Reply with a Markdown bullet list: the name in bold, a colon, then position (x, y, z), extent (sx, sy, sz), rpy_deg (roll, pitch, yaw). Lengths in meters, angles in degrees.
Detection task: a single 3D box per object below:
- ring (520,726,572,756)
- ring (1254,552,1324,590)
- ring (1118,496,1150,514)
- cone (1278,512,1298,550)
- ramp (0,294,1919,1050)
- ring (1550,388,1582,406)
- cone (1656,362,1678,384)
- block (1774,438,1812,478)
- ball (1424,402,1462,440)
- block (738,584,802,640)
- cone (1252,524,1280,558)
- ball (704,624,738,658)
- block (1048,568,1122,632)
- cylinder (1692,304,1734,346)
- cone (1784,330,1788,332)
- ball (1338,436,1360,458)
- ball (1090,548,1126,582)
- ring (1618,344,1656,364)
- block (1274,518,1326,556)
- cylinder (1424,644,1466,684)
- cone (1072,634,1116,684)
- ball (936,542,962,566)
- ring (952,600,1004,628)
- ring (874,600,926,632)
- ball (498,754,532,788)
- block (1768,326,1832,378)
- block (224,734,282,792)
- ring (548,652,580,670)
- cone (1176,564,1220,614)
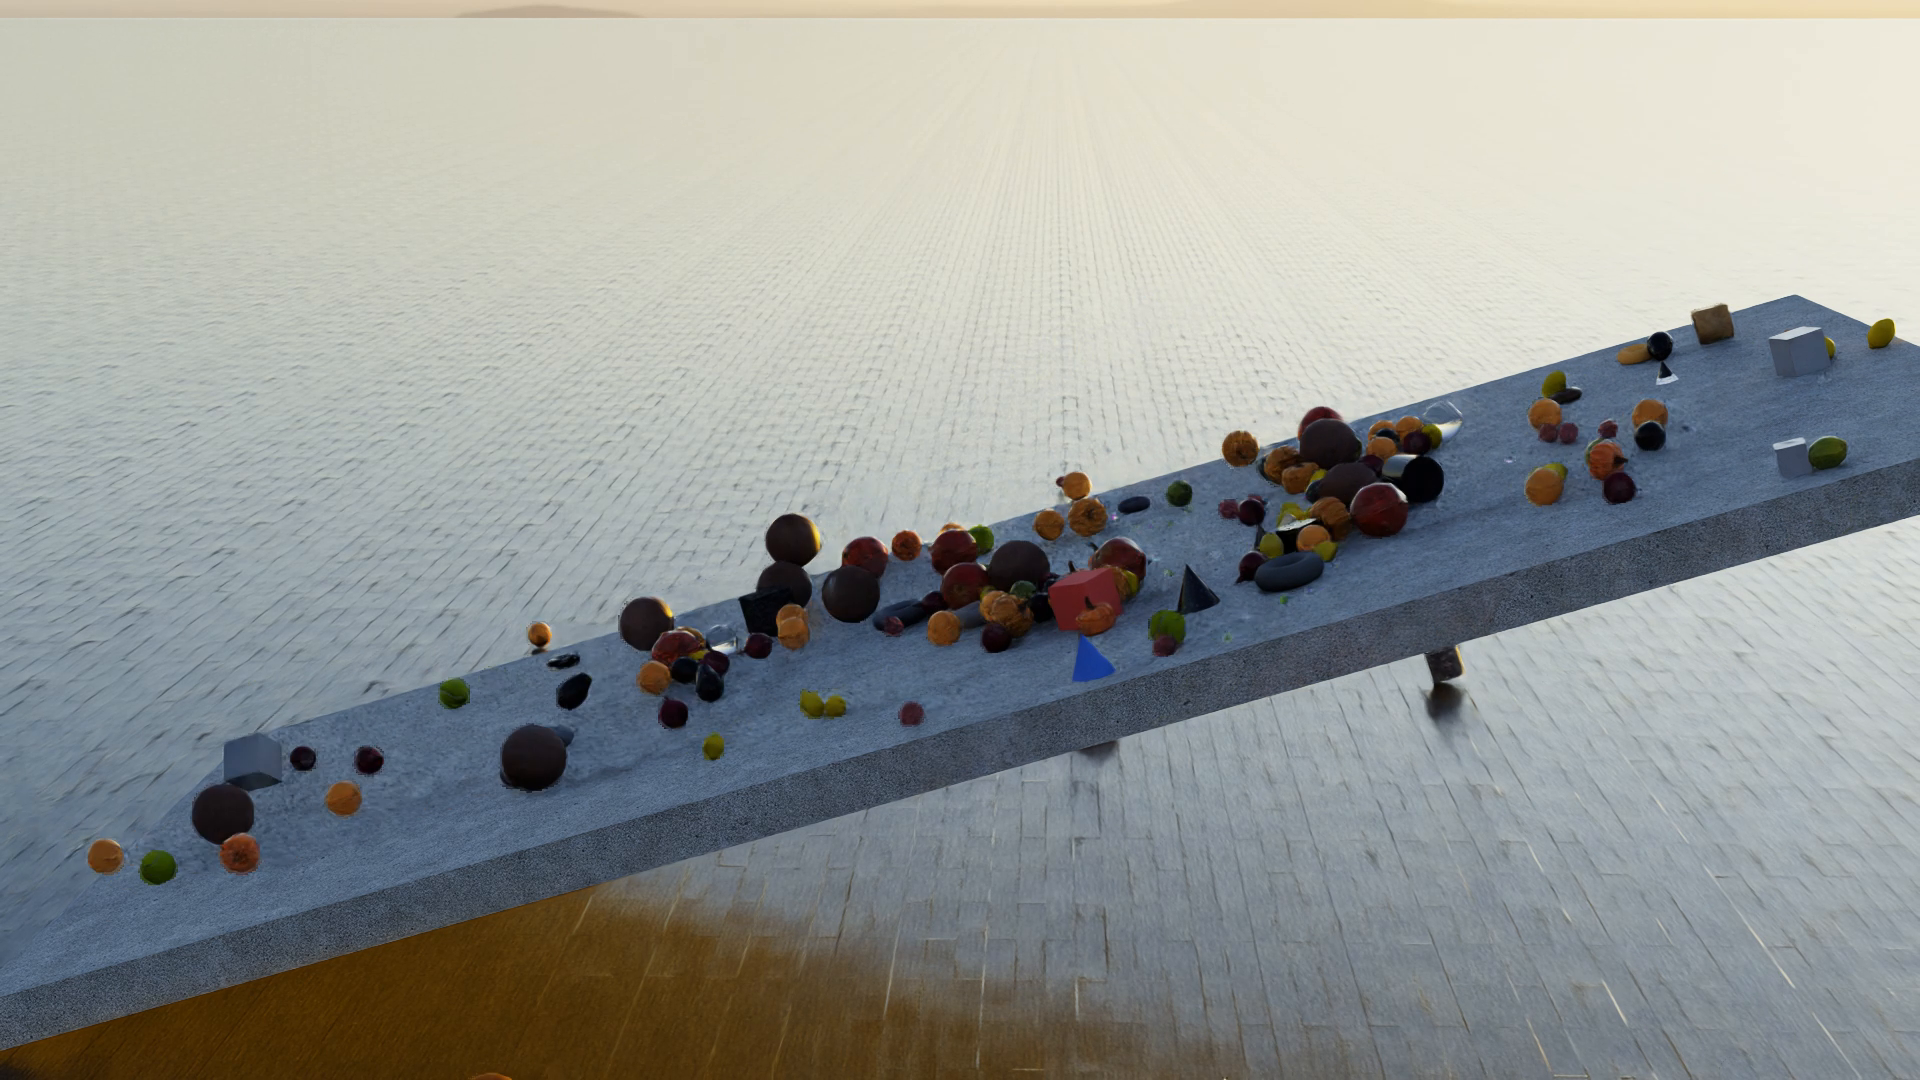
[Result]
- **ring**: position (-0.874, 0.425, 6.209), extent (0.118, 0.039, 0.118), rpy_deg (-15, 9, 3)
- **ring**: position (0.636, 0.061, 5.679), extent (0.137, 0.046, 0.137), rpy_deg (-16, 11, 3)
- **ring**: position (0.410, -0.083, 6.909), extent (0.078, 0.026, 0.078), rpy_deg (-15, 11, 3)
- **cone**: position (0.700, -0.007, 5.968), extent (0.087, 0.087, 0.087), rpy_deg (9, 9, -10)
- **ramp**: position (0.091, 0.187, 6.319), extent (4.000, 0.100, 2.000), rpy_deg (-16, 10, 5)
- **ring**: position (1.368, -0.325, 6.647), extent (0.075, 0.025, 0.075), rpy_deg (-18, 6, 2)
- **cone**: position (1.564, -0.376, 6.531), extent (0.050, 0.050, 0.050), rpy_deg (-16, 10, 3)
- **block**: position (1.514, -0.149, 5.345), extent (0.055, 0.055, 0.055), rpy_deg (-14, 10, 14)
- **ball**: position (1.088, -0.269, 6.629), extent (0.086, 0.086, 0.086), rpy_deg (0, 11, 0)
- **block**: position (-0.436, 0.165, 6.740), extent (0.097, 0.097, 0.097), rpy_deg (-20, 10, -20)
- **cone**: position (0.618, -0.003, 6.003), extent (0.065, 0.065, 0.065), rpy_deg (-16, 10, 3)
- **ball**: position (-0.539, 0.228, 6.635), extent (0.073, 0.073, 0.073), rpy_deg (0, 11, 0)
- **block**: position (0.249, 0.120, 5.858), extent (0.094, 0.094, 0.094), rpy_deg (-8, 13, 41)
- **cylinder**: position (1.748, -0.500, 6.824), extent (0.079, 0.079, 0.079), rpy_deg (-15, 8, 11)
- **cone**: position (1.800, -0.398, 6.284), extent (0.089, 0.089, 0.089), rpy_deg (11, 12, 6)
- **ball**: position (0.895, -0.216, 6.761), extent (0.050, 0.050, 0.050), rpy_deg (0, 11, 0)
- **ball**: position (0.310, 0.055, 6.159), extent (0.075, 0.075, 0.075), rpy_deg (0, 11, 0)
- **ring**: position (1.582, -0.435, 6.880), extent (0.092, 0.031, 0.092), rpy_deg (-16, 14, 4)
- **block**: position (0.682, -0.001, 5.889), extent (0.063, 0.063, 0.063), rpy_deg (-24, 12, -35)
- **cylinder**: position (1.390, 0.351, 8.429), extent (0.095, 0.095, 0.095), rpy_deg (-17, -2, -1)
- **cone**: position (0.235, 0.209, 5.415), extent (0.083, 0.083, 0.083), rpy_deg (-16, 10, 3)
- **ball**: position (-0.026, 0.033, 6.898), extent (0.060, 0.060, 0.060), rpy_deg (0, 11, 0)
- **ring**: position (0.037, 0.155, 6.181), extent (0.112, 0.037, 0.112), rpy_deg (-18, 9, 3)
- **ring**: position (-0.130, 0.164, 6.401), extent (0.122, 0.041, 0.122), rpy_deg (-17, 11, 3)
- **ball**: position (-0.896, 0.466, 5.933), extent (0.067, 0.067, 0.067), rpy_deg (0, 11, 0)
- **block**: position (1.771, -0.397, 6.205), extent (0.083, 0.083, 0.083), rpy_deg (-19, 10, -11)
- **block**: position (-1.563, 0.492, 6.503), extent (0.090, 0.090, 0.090), rpy_deg (-16, -26, 16)
- **ring**: position (-0.957, 0.294, 7.108), extent (0.079, 0.026, 0.079), rpy_deg (-15, 10, 3)
- **cone**: position (0.452, 0.087, 5.714), extent (0.089, 0.089, 0.089), rpy_deg (-16, 10, 3)
